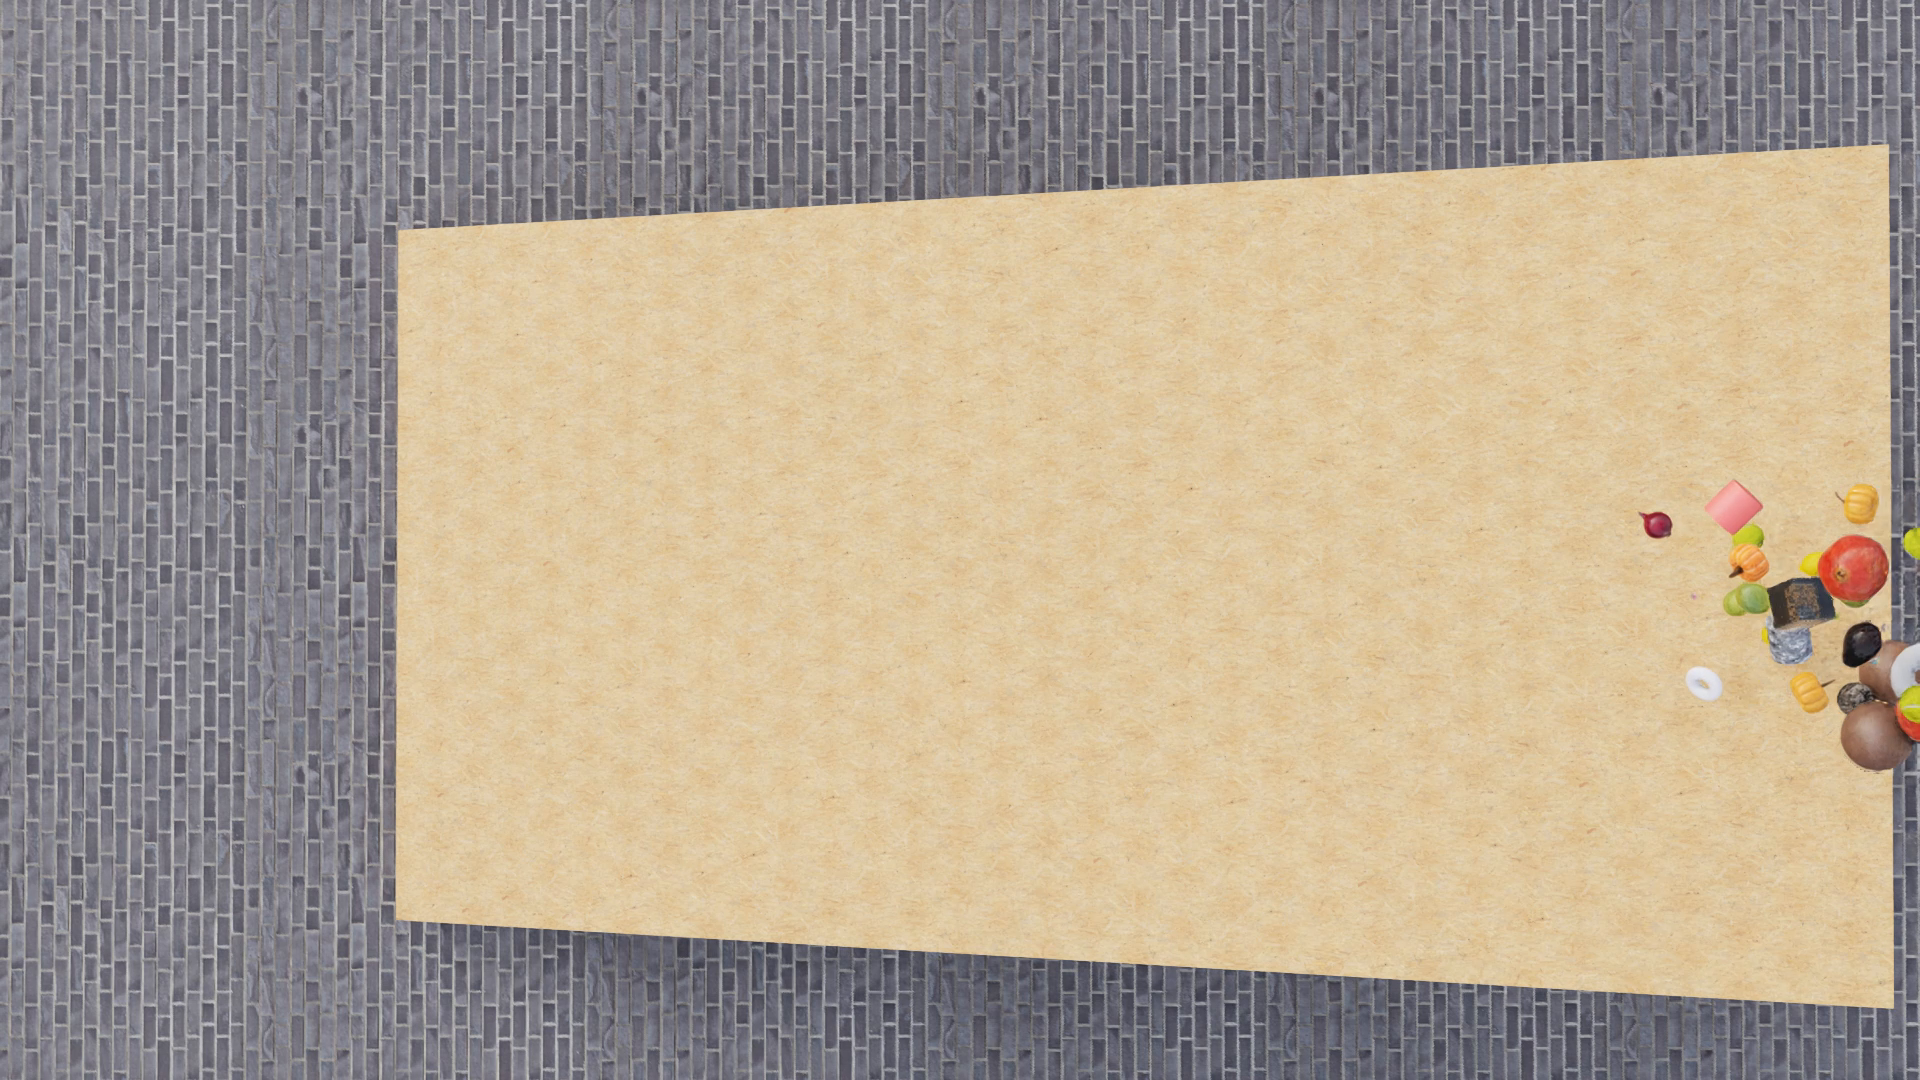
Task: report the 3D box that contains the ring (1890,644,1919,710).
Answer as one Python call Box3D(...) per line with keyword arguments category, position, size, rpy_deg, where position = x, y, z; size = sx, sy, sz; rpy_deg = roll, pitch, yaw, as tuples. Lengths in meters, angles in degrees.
Box3D(category="ring", position=(1.841, 0.261, 4.184), size=(0.132, 0.044, 0.132), rpy_deg=(-2, 81, 14))

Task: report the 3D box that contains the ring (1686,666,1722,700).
Box3D(category="ring", position=(1.726, 0.334, 5.098), size=(0.030, 0.089, 0.089), rpy_deg=(-36, 89, -30))

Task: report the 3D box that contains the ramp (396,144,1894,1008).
Box3D(category="ramp", position=(0.278, 0.091, 5.780), size=(4.000, 0.100, 2.000), rpy_deg=(0, 89, 19))

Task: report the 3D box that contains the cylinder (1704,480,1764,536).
Box3D(category="cylinder", position=(1.571, -0.066, 4.464), size=(0.082, 0.082, 0.082), rpy_deg=(42, 109, 1))

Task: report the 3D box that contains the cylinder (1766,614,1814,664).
Box3D(category="cylinder", position=(1.904, 0.222, 5.048), size=(0.092, 0.092, 0.092), rpy_deg=(-21, 117, 0))

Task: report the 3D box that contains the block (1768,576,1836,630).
Box3D(category="block", position=(1.549, 0.116, 4.047), size=(0.077, 0.077, 0.077), rpy_deg=(-2, 75, -13))

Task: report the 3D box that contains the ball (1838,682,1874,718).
Box3D(category="ball", position=(1.818, 0.324, 4.463), size=(0.071, 0.071, 0.071), rpy_deg=(0, 89, 0))
